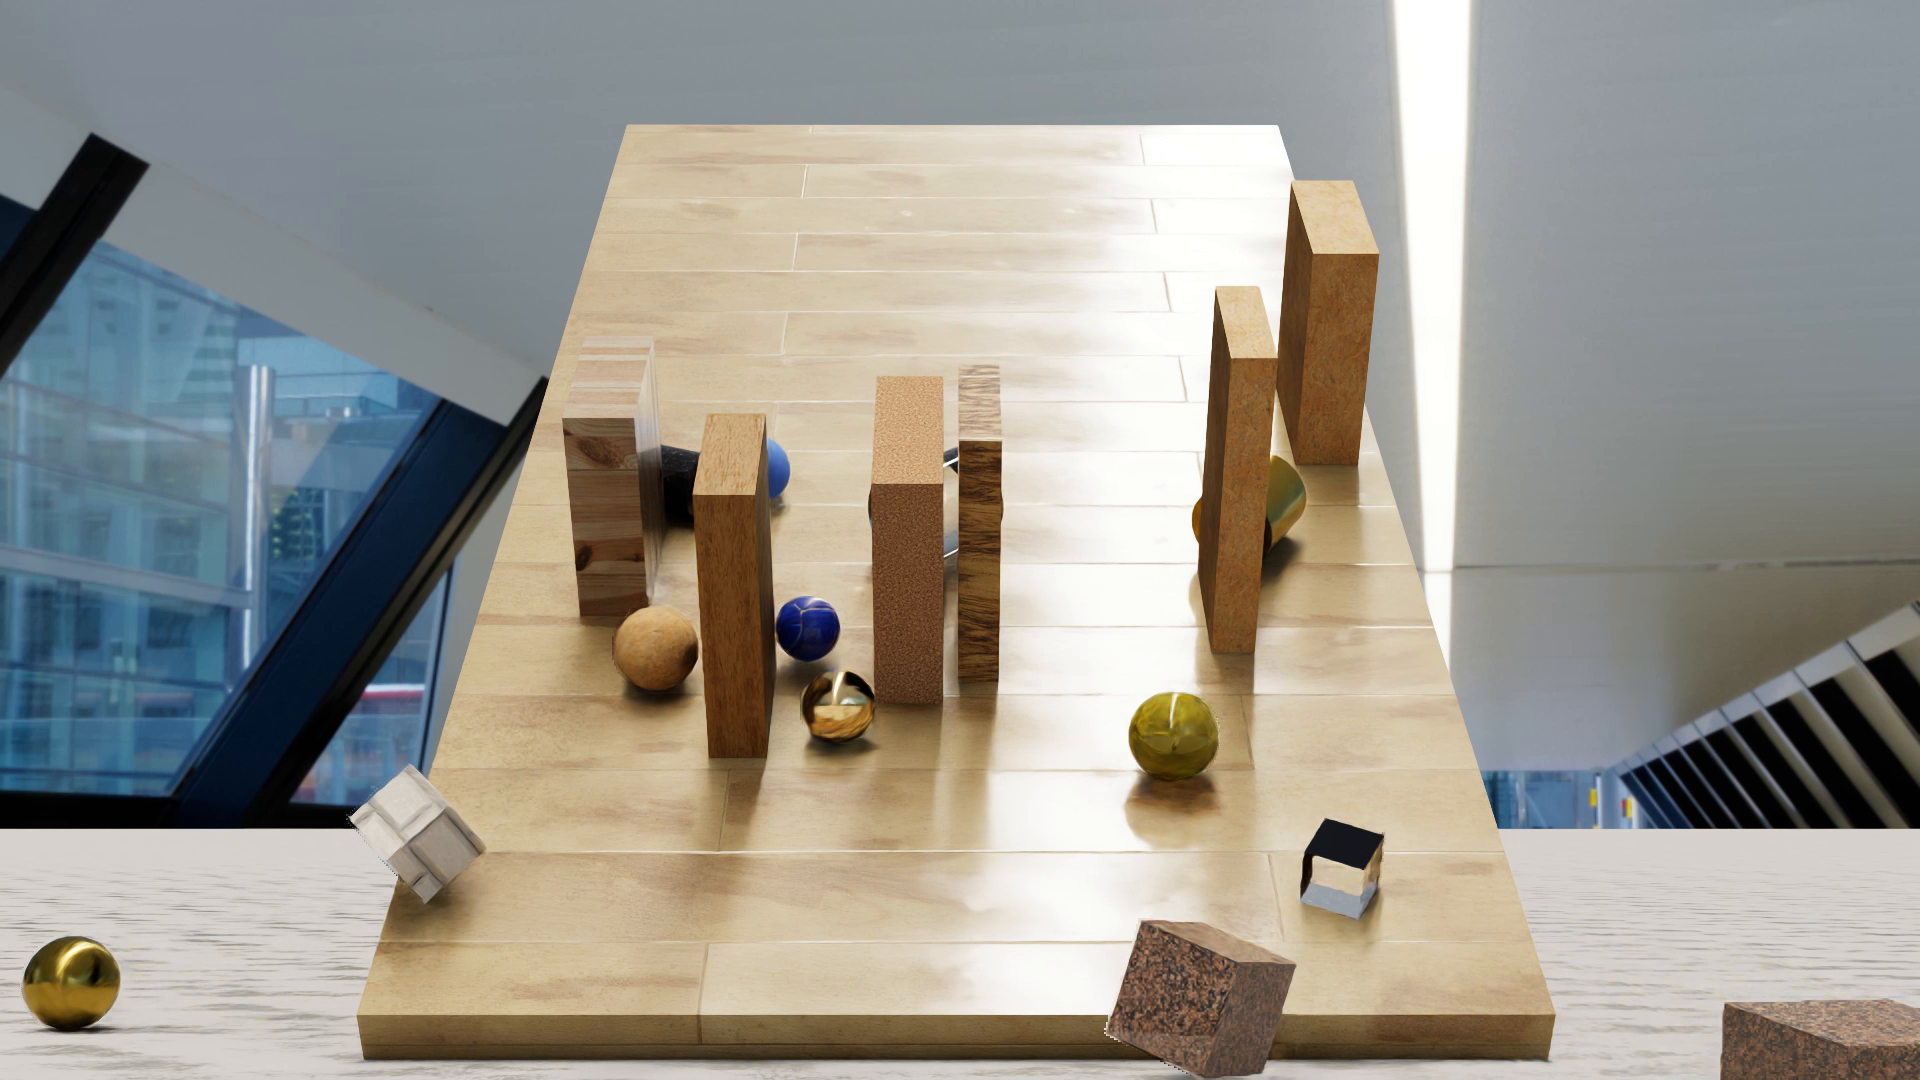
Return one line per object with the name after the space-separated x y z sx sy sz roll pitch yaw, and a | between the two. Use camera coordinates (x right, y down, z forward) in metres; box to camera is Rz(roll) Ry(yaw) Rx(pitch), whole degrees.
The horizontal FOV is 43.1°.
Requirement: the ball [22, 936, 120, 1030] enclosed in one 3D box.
-1.717 0.856 4.702 0.179 0.179 0.179 0 -7 0 | ball

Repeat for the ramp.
-0.014 -0.200 5.794 2.000 0.100 4.000 0 31 0 | ramp

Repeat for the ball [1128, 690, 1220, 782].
0.403 0.370 4.589 0.172 0.172 0.172 0 -7 0 | ball

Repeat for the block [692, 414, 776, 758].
-0.426 0.089 4.652 0.112 0.584 0.310 0 31 0 | block

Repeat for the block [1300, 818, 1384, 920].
0.675 0.581 4.302 0.110 0.110 0.110 15 34 23 | block

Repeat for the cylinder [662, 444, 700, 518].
-0.643 -0.134 5.443 0.147 0.147 0.147 12 -3 19 | cylinder

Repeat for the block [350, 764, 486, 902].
-0.950 0.514 4.267 0.142 0.142 0.142 35 -19 41 | block

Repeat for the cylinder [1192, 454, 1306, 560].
0.629 -0.066 5.296 0.190 0.190 0.190 -5 24 35 | cylinder

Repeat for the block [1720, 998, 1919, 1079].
0.879 0.564 2.363 0.194 0.194 0.194 2 1 -17 | block

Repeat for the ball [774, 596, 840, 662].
-0.308 0.179 4.912 0.133 0.133 0.133 0 -7 0 | ball

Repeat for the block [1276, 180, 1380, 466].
0.853 -0.511 5.699 0.147 0.537 0.413 0 31 0 | block

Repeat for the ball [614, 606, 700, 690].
-0.604 0.215 4.843 0.168 0.168 0.168 0 -7 0 | ball

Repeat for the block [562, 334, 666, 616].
-0.724 -0.138 5.134 0.144 0.472 0.373 0 31 0 | block

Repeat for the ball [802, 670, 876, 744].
-0.234 0.321 4.695 0.143 0.143 0.143 0 -7 0 | ball

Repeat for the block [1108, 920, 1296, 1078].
0.369 0.696 3.703 0.179 0.179 0.179 19 3 37 | block

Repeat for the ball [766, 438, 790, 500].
-0.457 -0.158 5.479 0.151 0.151 0.151 0 -7 0 | ball

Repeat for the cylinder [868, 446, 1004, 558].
-0.053 -0.069 5.278 0.210 0.210 0.210 -26 11 -37 | cylinder

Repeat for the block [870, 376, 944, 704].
-0.101 -0.004 4.887 0.136 0.502 0.439 0 31 0 | block

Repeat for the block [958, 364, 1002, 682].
0.037 -0.034 4.888 0.082 0.552 0.318 0 31 0 | block

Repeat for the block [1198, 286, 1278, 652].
0.560 -0.142 4.951 0.090 0.676 0.324 0 31 0 | block
